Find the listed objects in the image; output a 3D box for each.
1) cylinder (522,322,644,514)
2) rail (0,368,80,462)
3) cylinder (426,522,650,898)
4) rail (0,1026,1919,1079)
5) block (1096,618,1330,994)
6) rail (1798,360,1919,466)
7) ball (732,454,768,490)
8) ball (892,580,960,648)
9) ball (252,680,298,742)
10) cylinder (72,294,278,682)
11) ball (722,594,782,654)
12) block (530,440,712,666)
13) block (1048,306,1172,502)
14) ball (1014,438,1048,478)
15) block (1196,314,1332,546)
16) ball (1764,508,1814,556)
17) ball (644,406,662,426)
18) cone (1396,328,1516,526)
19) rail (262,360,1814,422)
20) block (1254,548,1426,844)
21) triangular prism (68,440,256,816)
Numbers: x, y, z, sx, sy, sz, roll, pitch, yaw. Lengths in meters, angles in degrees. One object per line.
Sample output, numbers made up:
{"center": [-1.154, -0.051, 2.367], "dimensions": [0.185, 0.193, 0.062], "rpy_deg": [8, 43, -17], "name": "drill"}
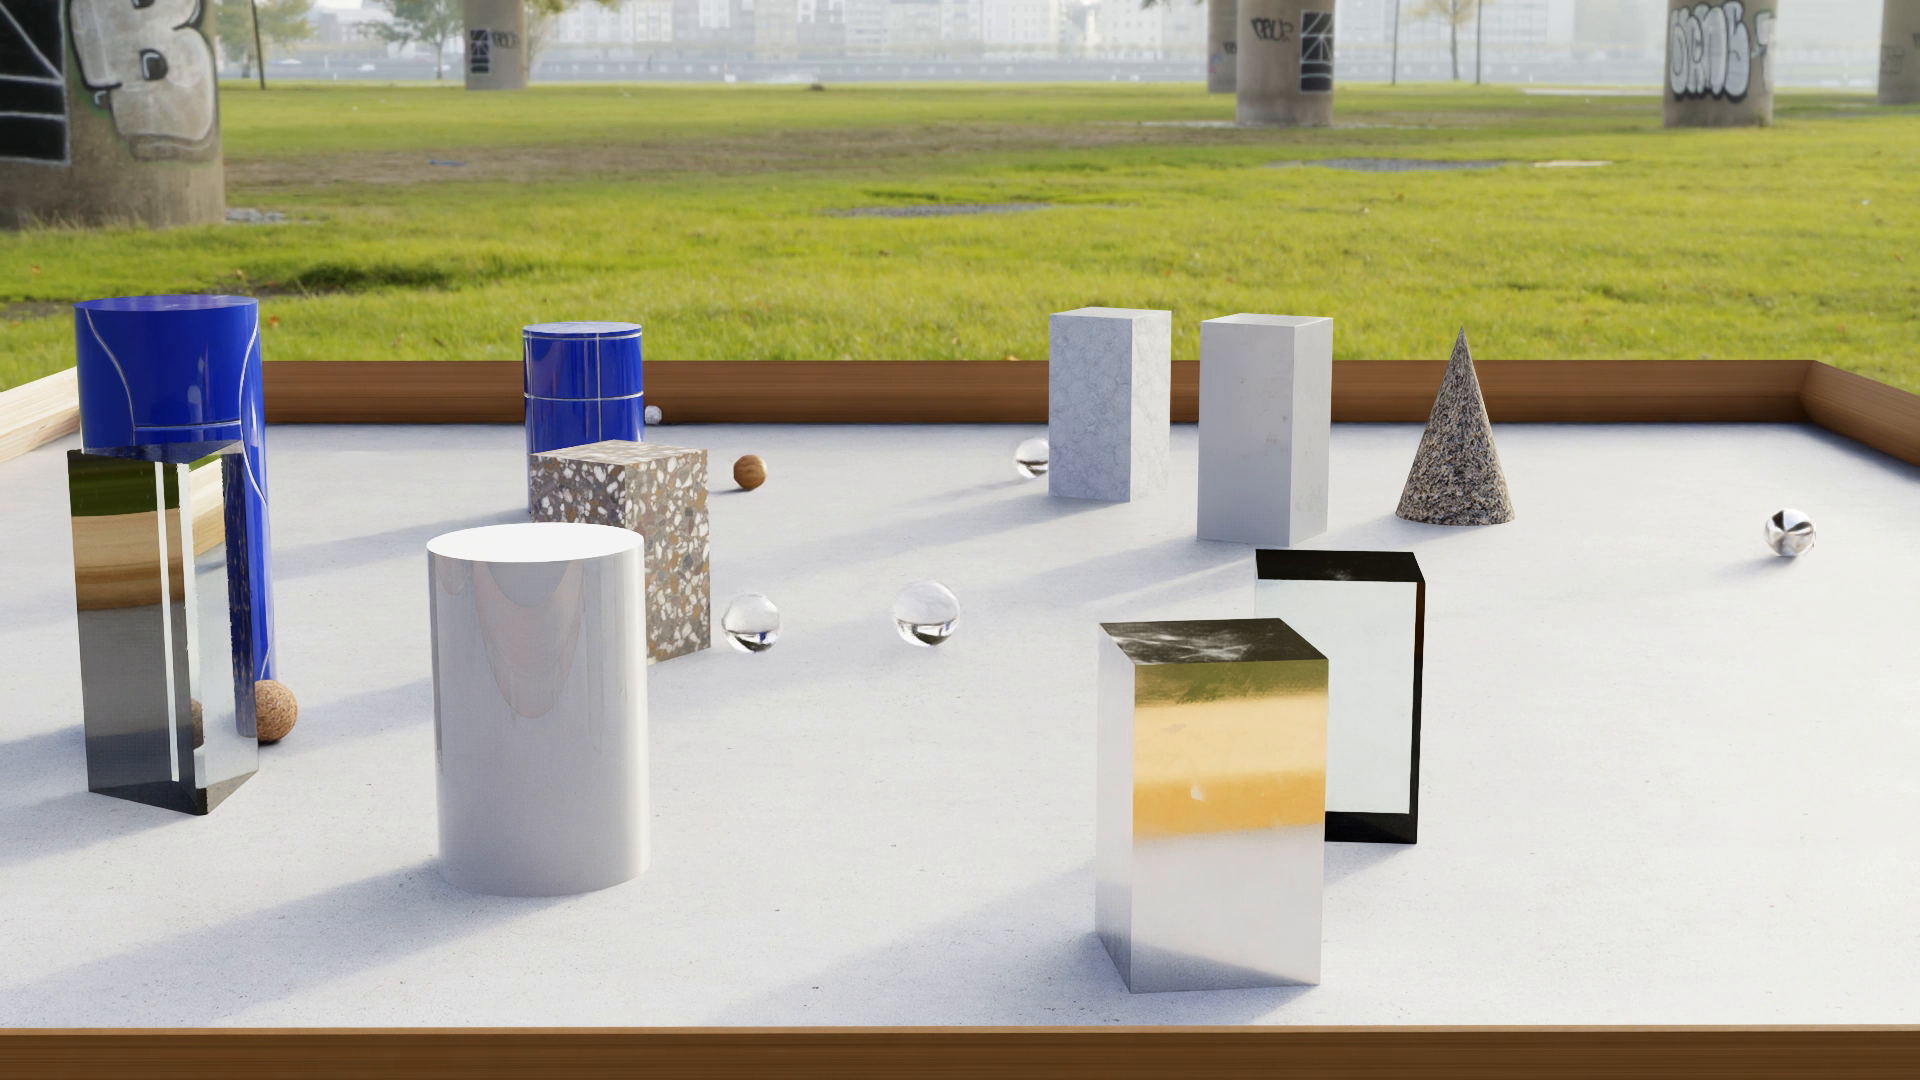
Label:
{"center": [-0.617, -0.199, 4.216], "dimensions": [0.193, 0.302, 0.193], "rpy_deg": [0, 11, 0], "name": "cylinder"}
{"center": [-1.742, 0.034, 3.439], "dimensions": [0.045, 0.126, 3.700], "rpy_deg": [0, 11, 0], "name": "rail"}
{"center": [-0.382, 0.150, 2.337], "dimensions": [0.193, 0.302, 0.193], "rpy_deg": [0, 11, 0], "name": "cylinder"}
{"center": [0.011, 0.366, 1.654], "dimensions": [3.531, 0.126, 0.045], "rpy_deg": [0, 11, 0], "name": "rail"}
{"center": [0.202, 0.213, 2.095], "dimensions": [0.155, 0.268, 0.155], "rpy_deg": [-1, 11, -7], "name": "block"}
{"center": [1.742, 0.030, 3.459], "dimensions": [0.045, 0.126, 3.700], "rpy_deg": [0, 11, 0], "name": "rail"}
{"center": [-0.363, -0.118, 4.444], "dimensions": [0.060, 0.060, 0.060], "rpy_deg": [0, 11, 0], "name": "ball"}
{"center": [-0.043, 0.093, 3.240], "dimensions": [0.086, 0.086, 0.086], "rpy_deg": [0, 11, 0], "name": "ball"}
{"center": [-0.754, 0.186, 2.787], "dimensions": [0.068, 0.068, 0.068], "rpy_deg": [0, 11, 0], "name": "ball"}
{"center": [-0.860, -0.026, 2.824], "dimensions": [0.193, 0.471, 0.193], "rpy_deg": [0, 11, 0], "name": "cylinder"}
{"center": [-0.260, 0.104, 3.204], "dimensions": [0.075, 0.075, 0.075], "rpy_deg": [0, 11, 0], "name": "ball"}
{"center": [-0.422, 0.015, 3.199], "dimensions": [0.155, 0.253, 0.155], "rpy_deg": [7, 13, 34], "name": "block"}
{"center": [0.256, -0.235, 4.390], "dimensions": [0.155, 0.309, 0.155], "rpy_deg": [6, 12, 29], "name": "block"}
{"center": [0.131, -0.145, 4.556], "dimensions": [0.071, 0.071, 0.071], "rpy_deg": [0, 11, 0], "name": "ball"}
{"center": [0.474, -0.174, 3.988], "dimensions": [0.155, 0.337, 0.155], "rpy_deg": [6, 12, 29], "name": "block"}
{"center": [1.240, -0.011, 3.836], "dimensions": [0.072, 0.072, 0.072], "rpy_deg": [0, 11, 0], "name": "ball"}
{"center": [-0.628, -0.254, 5.231], "dimensions": [0.040, 0.040, 0.040], "rpy_deg": [0, 11, 0], "name": "ball"}
{"center": [0.809, -0.194, 4.161], "dimensions": [0.193, 0.313, 0.193], "rpy_deg": [0, 11, 0], "name": "cone"}
{"center": [-0.011, -0.301, 5.245], "dimensions": [3.531, 0.126, 0.045], "rpy_deg": [0, 11, 0], "name": "rail"}
{"center": [0.362, 0.148, 2.485], "dimensions": [0.155, 0.252, 0.155], "rpy_deg": [1, 11, 5], "name": "block"}
{"center": [-0.774, 0.080, 2.589], "dimensions": [0.167, 0.349, 0.145], "rpy_deg": [7, 12, 32], "name": "triangular prism"}
